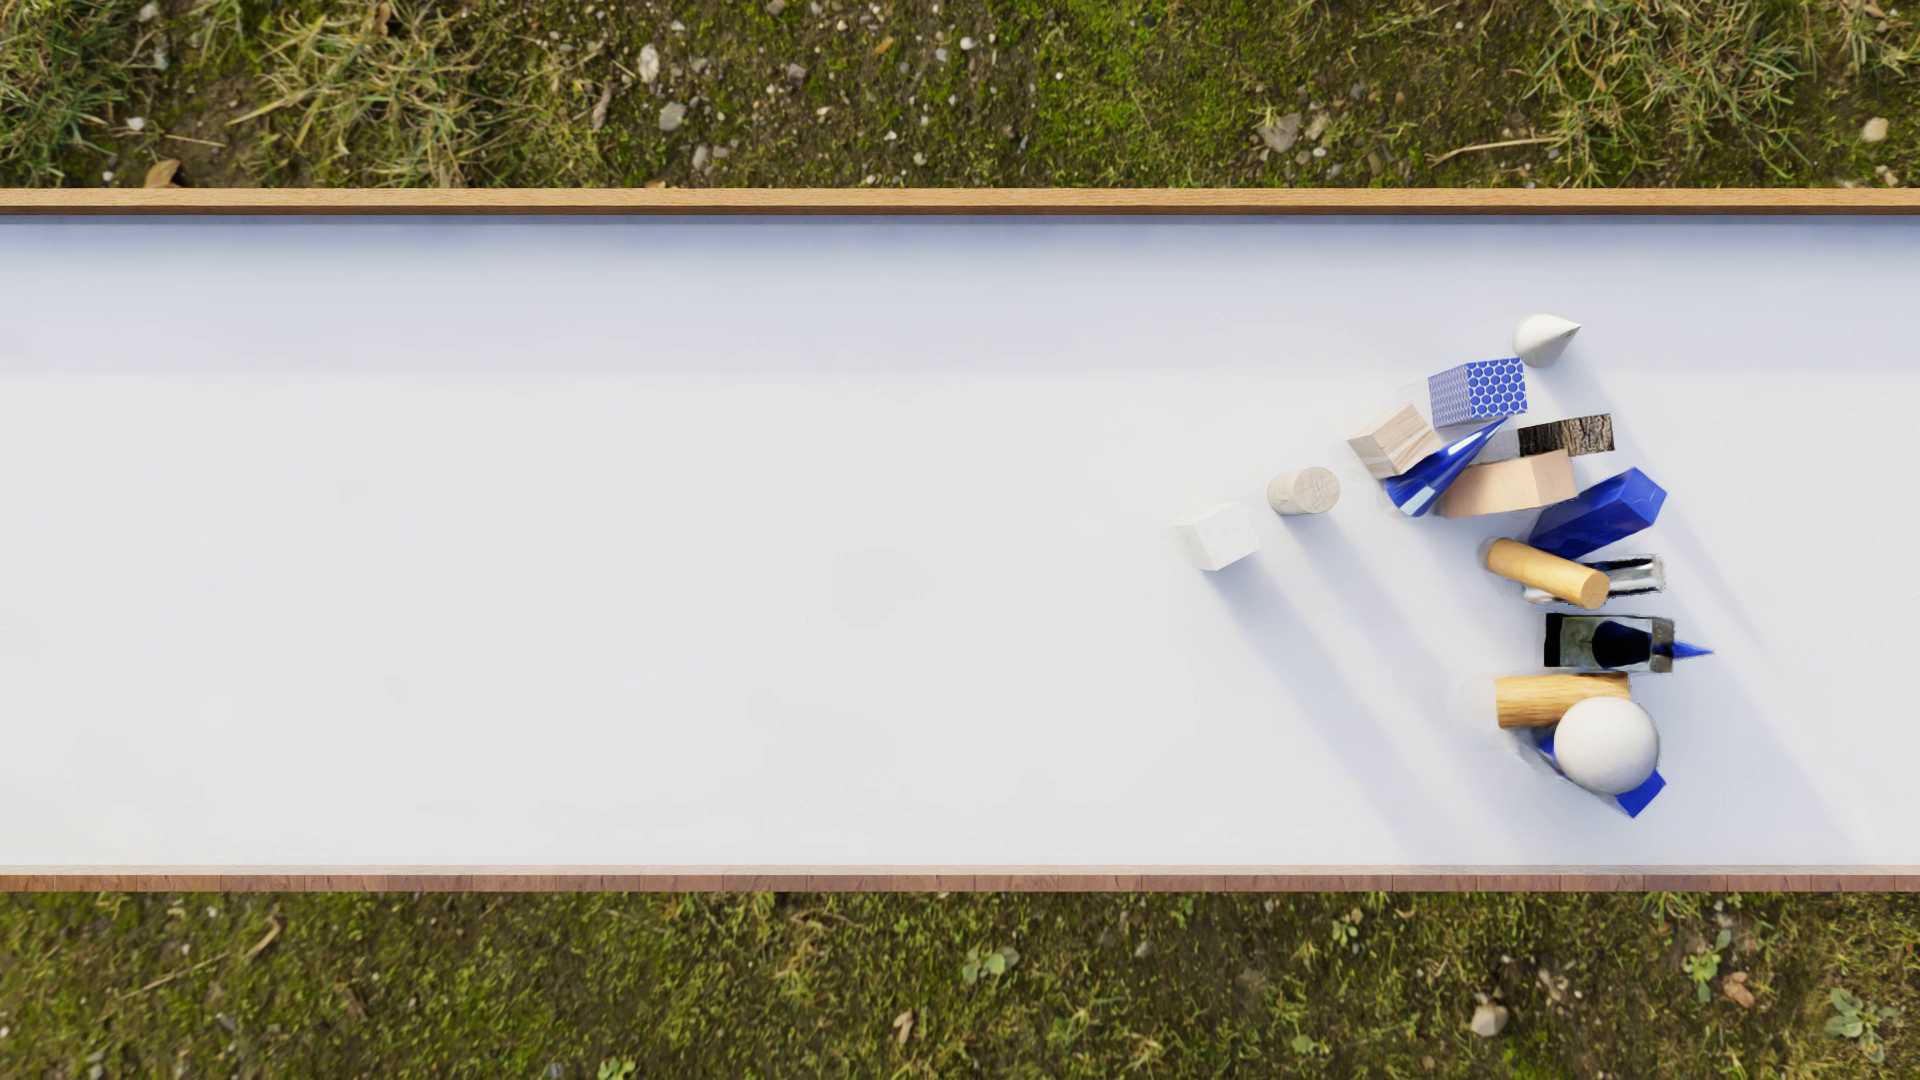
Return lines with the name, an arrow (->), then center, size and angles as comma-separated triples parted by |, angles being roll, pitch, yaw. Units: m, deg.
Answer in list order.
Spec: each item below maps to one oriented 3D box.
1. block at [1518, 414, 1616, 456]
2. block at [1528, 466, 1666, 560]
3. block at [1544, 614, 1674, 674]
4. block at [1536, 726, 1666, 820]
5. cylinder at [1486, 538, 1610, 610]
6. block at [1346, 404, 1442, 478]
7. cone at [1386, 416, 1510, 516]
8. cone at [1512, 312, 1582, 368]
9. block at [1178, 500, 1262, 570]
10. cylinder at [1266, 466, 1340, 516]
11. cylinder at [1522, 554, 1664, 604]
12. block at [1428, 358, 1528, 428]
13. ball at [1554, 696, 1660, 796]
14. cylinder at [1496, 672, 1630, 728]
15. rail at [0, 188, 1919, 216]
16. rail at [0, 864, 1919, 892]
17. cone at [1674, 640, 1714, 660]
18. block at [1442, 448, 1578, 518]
block -> 1.780, -0.297, 4.860 | 0.106, 0.429, 0.106 | -8, 90, -2
block -> 1.872, -0.065, 4.862 | 0.126, 0.406, 0.126 | 38, 64, -5
block -> 1.927, 0.307, 4.901 | 0.158, 0.319, 0.158 | 9, 84, -44
block -> 1.896, 0.665, 4.891 | 0.142, 0.339, 0.142 | -46, 113, -2
cylinder -> 1.736, 0.095, 4.885 | 0.111, 0.378, 0.111 | -8, 109, -25
block -> 1.293, -0.292, 4.924 | 0.147, 0.304, 0.147 | -37, 90, 0
cone -> 1.466, -0.250, 4.857 | 0.163, 0.447, 0.163 | 16, 53, -23
cone -> 1.783, -0.615, 4.901 | 0.172, 0.351, 0.172 | 0, 90, 0
block -> 0.767, -0.012, 4.898 | 0.149, 0.356, 0.149 | -27, 90, 0
cylinder -> 1.010, -0.142, 4.873 | 0.133, 0.407, 0.133 | 0, 90, 0
cylinder -> 1.883, 0.120, 4.911 | 0.384, 0.106, 0.106 | -10, 90, 41
block -> 1.527, -0.431, 4.883 | 0.159, 0.387, 0.159 | -6, 90, 0
ball -> 1.817, 0.576, 4.637 | 0.279, 0.279, 0.279 | 0, 90, 0
cylinder -> 1.805, 0.480, 4.943 | 0.372, 0.151, 0.151 | -5, 90, 19
rail -> -2.247, -1.025, 5.002 | 12.000, 0.150, 0.050 | 0, 90, 0
rail -> -2.247, 1.025, 5.001 | 12.000, 0.150, 0.050 | 0, 90, 0
cone -> 2.091, 0.324, 4.896 | 0.146, 0.334, 0.146 | 0, 90, -32
block -> 1.608, -0.163, 4.866 | 0.141, 0.397, 0.141 | -13, 91, -24
